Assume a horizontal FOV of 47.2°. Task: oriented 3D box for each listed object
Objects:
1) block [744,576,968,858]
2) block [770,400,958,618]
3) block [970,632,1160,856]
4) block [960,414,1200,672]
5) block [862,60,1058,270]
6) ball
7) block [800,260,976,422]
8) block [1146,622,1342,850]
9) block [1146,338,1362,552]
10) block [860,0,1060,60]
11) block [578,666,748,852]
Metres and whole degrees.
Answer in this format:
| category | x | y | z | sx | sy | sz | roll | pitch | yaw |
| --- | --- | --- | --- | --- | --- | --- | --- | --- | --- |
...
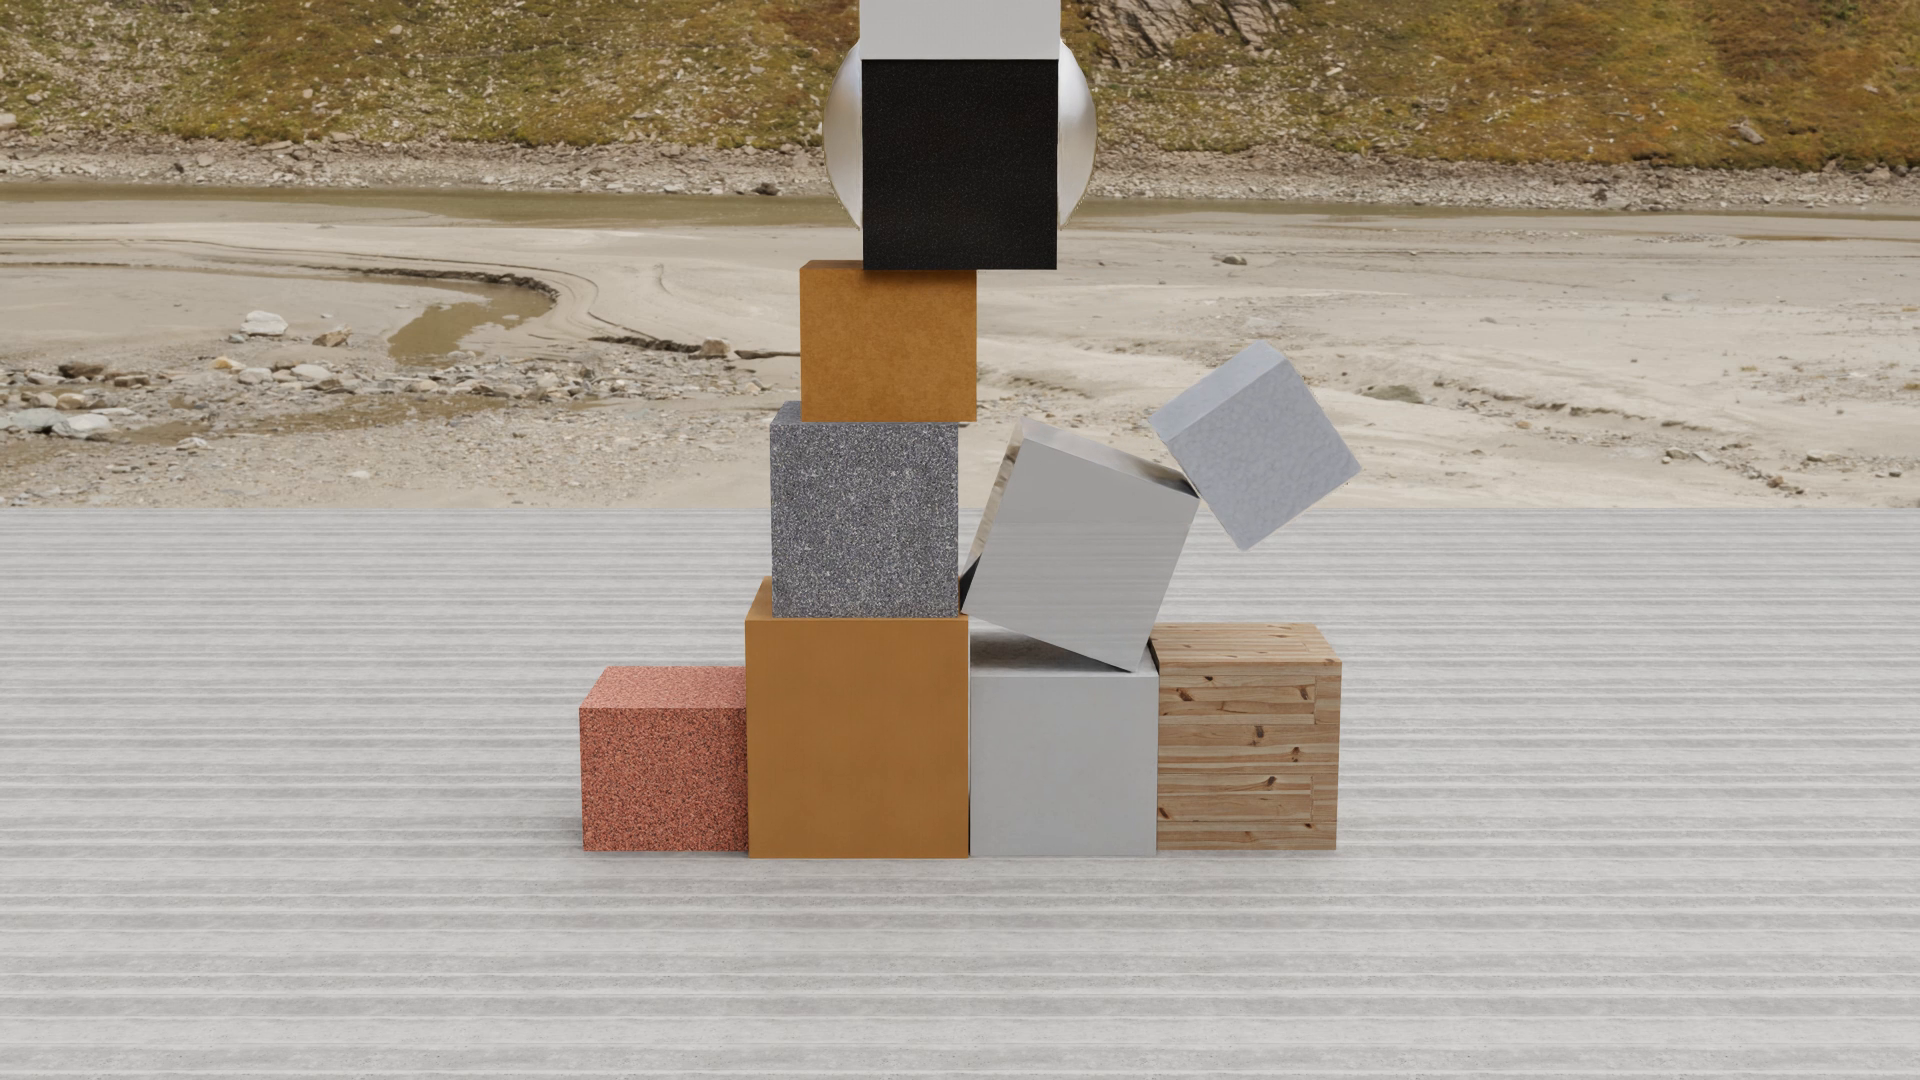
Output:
| category | x | y | z | sx | sy | sz | roll | pitch | yaw |
| --- | --- | --- | --- | --- | --- | --- | --- | --- | --- |
| block | -0.502 | 0.885 | 11.324 | 1.086 | 1.206 | 1.104 | 0 | 10 | 0 |
| block | -0.462 | -0.176 | 11.142 | 0.906 | 0.948 | 0.999 | 0 | 10 | 0 |
| block | 0.513 | 1.029 | 11.352 | 0.924 | 0.914 | 1.010 | 0 | 10 | 0 |
| block | 0.587 | 0.000 | 11.187 | 0.914 | 0.917 | 0.909 | 19 | 10 | -3 |
| block | 0.000 | -1.854 | 10.852 | 0.923 | 0.980 | 0.939 | 0 | 10 | 0 |
| ball | 0.000 | -2.370 | 12.858 | 1.600 | 1.600 | 1.600 | 0 | 10 | 0 |
| block | -0.344 | -1.010 | 11.015 | 0.851 | 0.738 | 0.821 | 0 | 10 | 0 |
| block | 1.435 | 0.997 | 11.375 | 0.899 | 0.968 | 0.895 | 0 | 10 | 0 |
| block | 1.466 | -0.487 | 11.056 | 0.714 | 0.679 | 0.711 | -35 | 12 | 6 |
| block | 0.000 | -2.729 | 10.674 | 0.935 | 0.806 | 0.938 | 0 | 10 | 0 |
| block | -1.470 | 1.115 | 11.369 | 0.829 | 0.738 | 0.876 | 0 | 10 | 0 |
